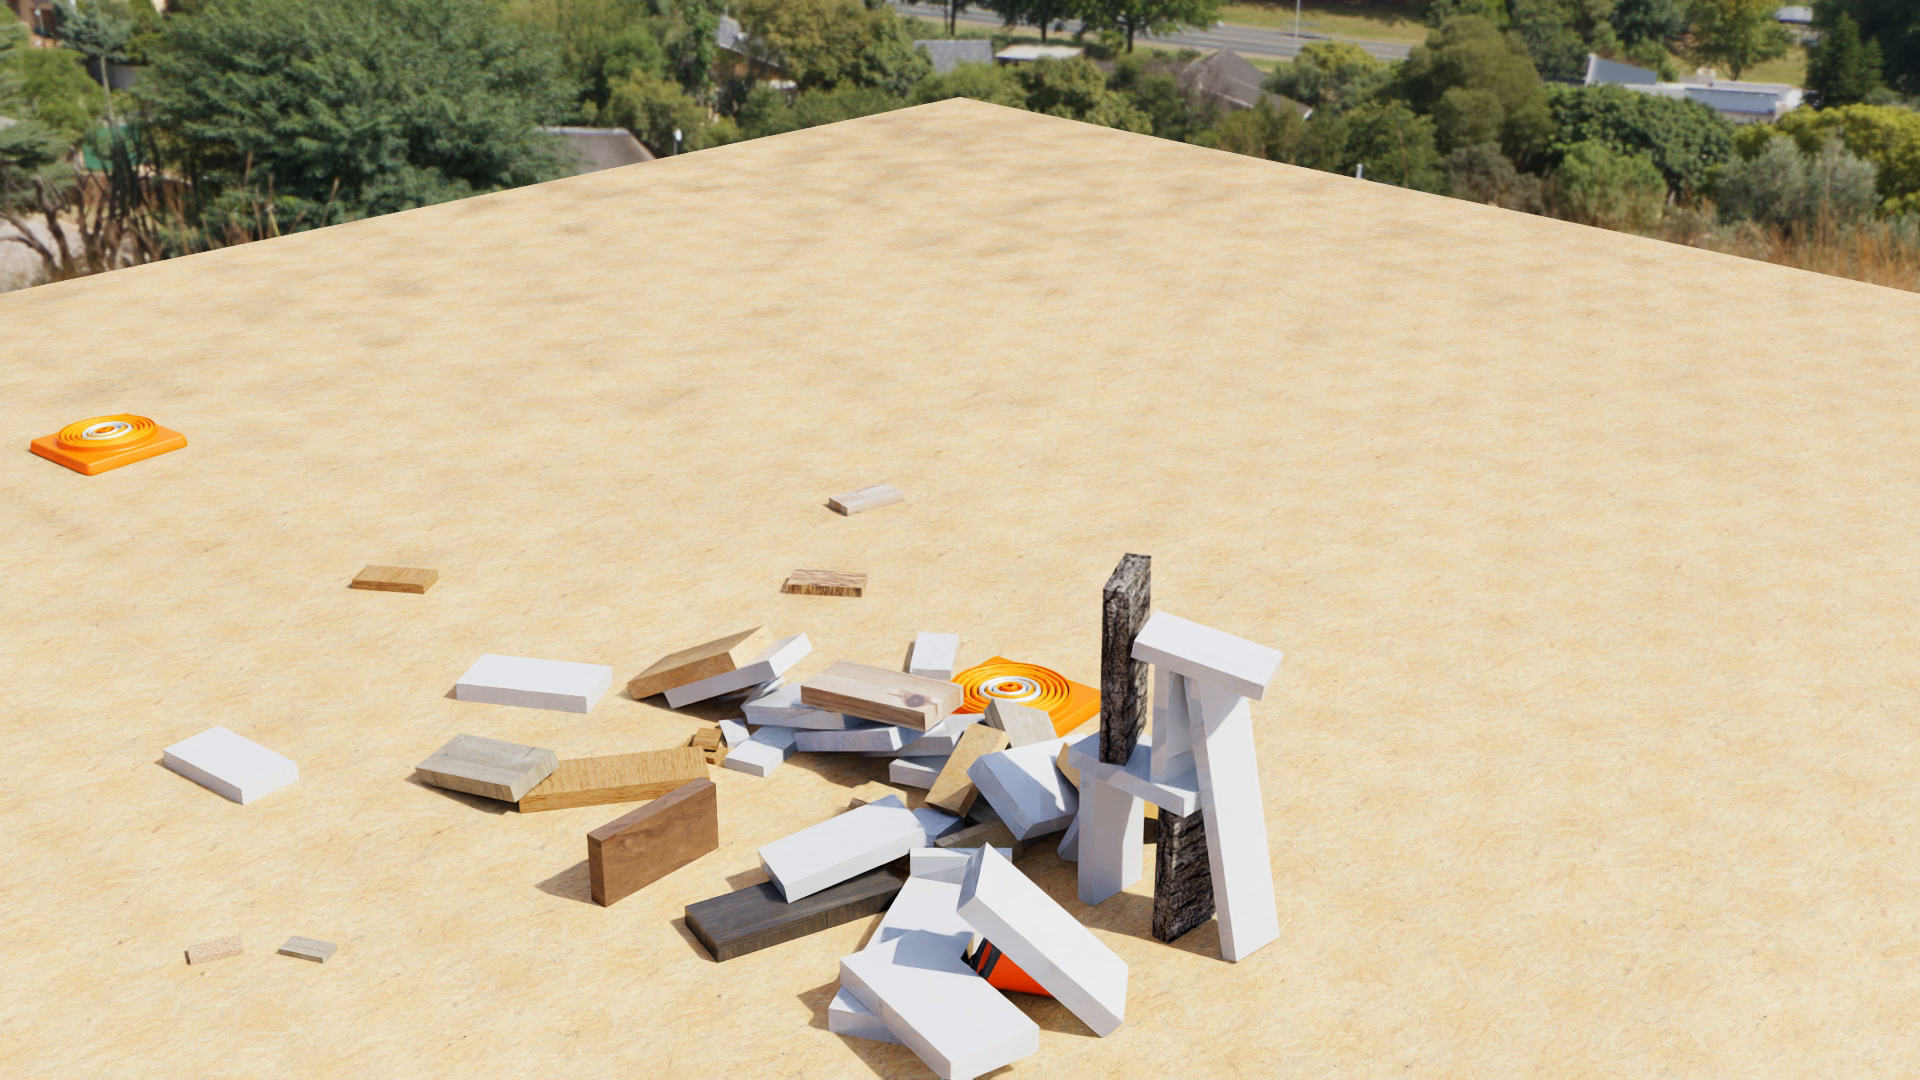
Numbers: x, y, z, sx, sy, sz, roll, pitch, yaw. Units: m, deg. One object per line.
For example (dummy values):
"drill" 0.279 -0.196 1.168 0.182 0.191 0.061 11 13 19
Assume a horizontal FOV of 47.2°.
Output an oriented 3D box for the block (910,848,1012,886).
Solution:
"block" 0.002 0.629 4.154 0.191 0.095 0.027 0 27 0

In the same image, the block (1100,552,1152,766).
"block" 0.301 0.216 4.003 0.049 0.345 0.172 7 24 16

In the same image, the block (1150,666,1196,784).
"block" 0.396 0.305 3.929 0.120 0.239 0.034 -21 31 -40

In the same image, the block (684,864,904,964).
"block" -0.306 0.682 4.102 0.386 0.041 0.145 -13 26 -28

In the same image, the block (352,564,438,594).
"block" -1.411 0.098 5.495 0.186 0.026 0.093 4 23 9

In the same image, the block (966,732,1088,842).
"block" 0.184 0.484 4.347 0.349 0.049 0.175 -5 49 -51

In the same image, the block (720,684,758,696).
"block" -0.491 0.322 4.859 0.061 0.017 0.121 -30 11 -34

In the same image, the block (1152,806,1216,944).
"block" 0.417 0.588 4.021 0.138 0.275 0.039 -21 31 -40

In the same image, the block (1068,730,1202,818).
"block" 0.346 0.417 4.021 0.275 0.039 0.138 21 31 40

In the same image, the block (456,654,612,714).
"block" -0.956 0.322 4.946 0.309 0.044 0.154 5 23 11

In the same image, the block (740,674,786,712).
"block" -0.433 0.338 4.832 0.061 0.121 0.017 -25 78 -37

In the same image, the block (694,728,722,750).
"block" -0.540 0.425 4.707 0.051 0.015 0.103 6 11 -2

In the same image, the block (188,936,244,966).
"block" -1.350 0.744 3.990 0.093 0.013 0.046 -10 25 -21

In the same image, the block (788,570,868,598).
"block" -0.329 0.108 5.474 0.186 0.026 0.093 3 23 6

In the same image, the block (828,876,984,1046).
"block" -0.078 0.749 3.934 0.172 0.049 0.441 7 24 16

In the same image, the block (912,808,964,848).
"block" -0.066 0.565 4.318 0.099 0.028 0.197 7 7 16

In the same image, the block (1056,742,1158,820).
"block" 0.378 0.494 4.360 0.349 0.049 0.175 15 15 -27

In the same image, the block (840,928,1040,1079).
"block" -0.039 0.785 3.722 0.175 0.049 0.349 -14 27 -31

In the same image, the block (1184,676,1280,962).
"block" 0.488 0.475 3.941 0.120 0.554 0.034 -20 17 -39

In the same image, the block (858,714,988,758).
"block" -0.070 0.410 4.617 0.282 0.040 0.141 -7 12 43

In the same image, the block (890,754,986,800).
"block" 0.010 0.477 4.532 0.282 0.040 0.141 7 19 33

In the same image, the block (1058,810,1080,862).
"block" 0.271 0.537 4.220 0.095 0.191 0.027 14 26 -27

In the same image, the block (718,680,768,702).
"block" -0.478 0.332 4.890 0.121 0.017 0.061 -16 8 41

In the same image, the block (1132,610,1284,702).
"block" 0.433 0.201 3.842 0.239 0.034 0.120 19 32 16

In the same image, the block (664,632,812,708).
"block" -0.490 0.289 4.853 0.309 0.044 0.154 -18 11 33

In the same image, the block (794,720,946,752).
"block" -0.193 0.398 4.630 0.304 0.043 0.152 -6 12 46

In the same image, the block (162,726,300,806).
"block" -1.527 0.470 4.604 0.274 0.039 0.137 17 28 34

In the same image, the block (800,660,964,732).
"block" -0.163 0.322 4.579 0.304 0.043 0.152 10 23 29

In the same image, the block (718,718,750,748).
"block" -0.487 0.417 4.759 0.051 0.015 0.103 -6 24 -15

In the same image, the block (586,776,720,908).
"block" -0.585 0.577 4.216 0.041 0.145 0.290 19 29 37

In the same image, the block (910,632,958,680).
"block" -0.059 0.269 5.092 0.095 0.027 0.191 2 23 5

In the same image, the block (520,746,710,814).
"block" -0.717 0.494 4.546 0.387 0.039 0.137 -5 23 -12

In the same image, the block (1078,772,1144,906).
"block" 0.285 0.538 4.139 0.138 0.275 0.039 -20 30 -39

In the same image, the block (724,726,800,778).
"block" -0.409 0.442 4.683 0.095 0.027 0.191 11 25 25

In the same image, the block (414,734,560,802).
"block" -0.976 0.468 4.537 0.274 0.039 0.137 6 30 33

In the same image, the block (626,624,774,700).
"block" -0.578 0.272 4.892 0.309 0.044 0.154 -18 11 33

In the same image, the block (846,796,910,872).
"block" -0.153 0.576 4.304 0.099 0.028 0.197 23 13 -22

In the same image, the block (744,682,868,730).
"block" -0.303 0.356 4.720 0.304 0.043 0.152 -1 16 43

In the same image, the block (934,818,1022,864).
"block" 0.036 0.597 4.231 0.191 0.095 0.027 -15 27 -32

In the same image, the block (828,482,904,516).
"block" -0.254 -0.111 5.988 0.186 0.026 0.093 -16 28 -33

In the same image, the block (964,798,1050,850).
"block" 0.077 0.561 4.402 0.099 0.028 0.197 -19 29 -37

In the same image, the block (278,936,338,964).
"block" -1.183 0.743 3.992 0.093 0.013 0.046 8 24 17

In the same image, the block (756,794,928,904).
"block" -0.223 0.582 4.166 0.290 0.041 0.145 -20 29 -18

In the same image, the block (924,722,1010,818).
"block" 0.015 0.461 4.420 0.095 0.027 0.191 11 62 45

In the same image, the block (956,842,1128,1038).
"block" 0.146 0.689 3.792 0.345 0.049 0.172 42 22 -10

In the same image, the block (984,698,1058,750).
"block" 0.152 0.449 4.458 0.141 0.040 0.282 16 34 -33

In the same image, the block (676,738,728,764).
"block" -0.550 0.450 4.682 0.103 0.015 0.051 12 26 27
